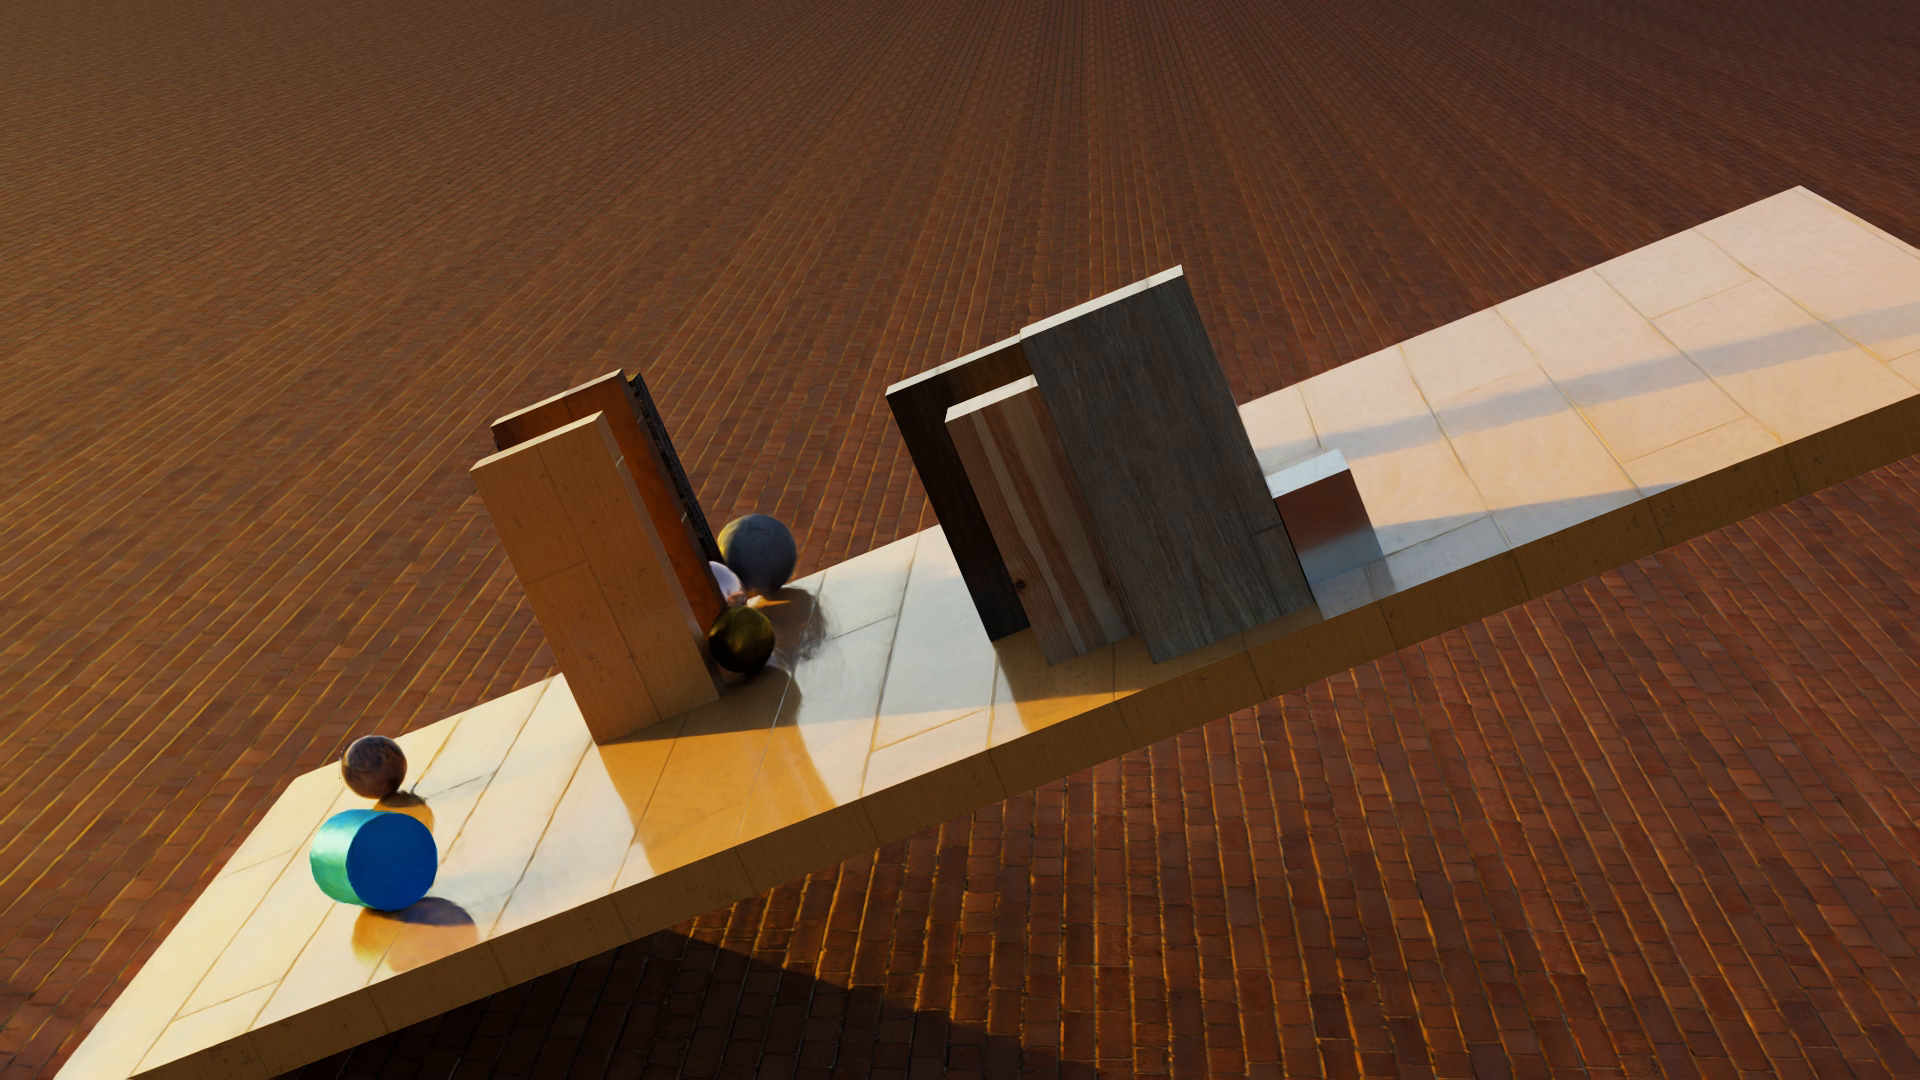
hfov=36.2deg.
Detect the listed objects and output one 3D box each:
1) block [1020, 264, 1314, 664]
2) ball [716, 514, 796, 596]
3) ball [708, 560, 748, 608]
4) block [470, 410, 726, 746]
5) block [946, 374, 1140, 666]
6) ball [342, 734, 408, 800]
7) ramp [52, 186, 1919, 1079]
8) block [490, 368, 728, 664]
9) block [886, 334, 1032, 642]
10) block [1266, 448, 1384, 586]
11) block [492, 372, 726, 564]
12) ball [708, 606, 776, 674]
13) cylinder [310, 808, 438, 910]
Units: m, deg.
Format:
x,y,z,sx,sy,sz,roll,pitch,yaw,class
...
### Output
x,y,z,sx,sy,sz,roll,pitch,yaw,class
0.378,-0.135,5.357,0.314,0.652,0.114,-21,12,8,block
-0.508,0.036,7.302,0.203,0.203,0.203,0,14,0,ball
-0.607,0.148,7.016,0.199,0.199,0.199,0,14,0,ball
-0.795,0.087,6.488,0.301,0.676,0.105,-21,12,8,block
0.192,-0.052,5.656,0.257,0.519,0.134,-21,12,8,block
-1.371,0.531,6.885,0.152,0.152,0.152,0,14,0,ball
0.126,0.172,6.288,4.000,0.100,2.000,-21,12,8,ramp
-0.786,-0.007,6.794,0.316,0.709,0.086,-21,12,8,block
0.155,-0.129,5.969,0.427,0.554,0.092,-21,12,8,block
0.669,-0.038,5.529,0.182,0.182,0.182,-22,12,6,block
-0.826,-0.039,7.157,0.372,0.643,0.108,-21,12,8,block
-0.491,0.223,6.599,0.151,0.151,0.151,0,14,0,ball
-1.187,0.646,5.955,0.195,0.195,0.195,-10,3,-33,cylinder
